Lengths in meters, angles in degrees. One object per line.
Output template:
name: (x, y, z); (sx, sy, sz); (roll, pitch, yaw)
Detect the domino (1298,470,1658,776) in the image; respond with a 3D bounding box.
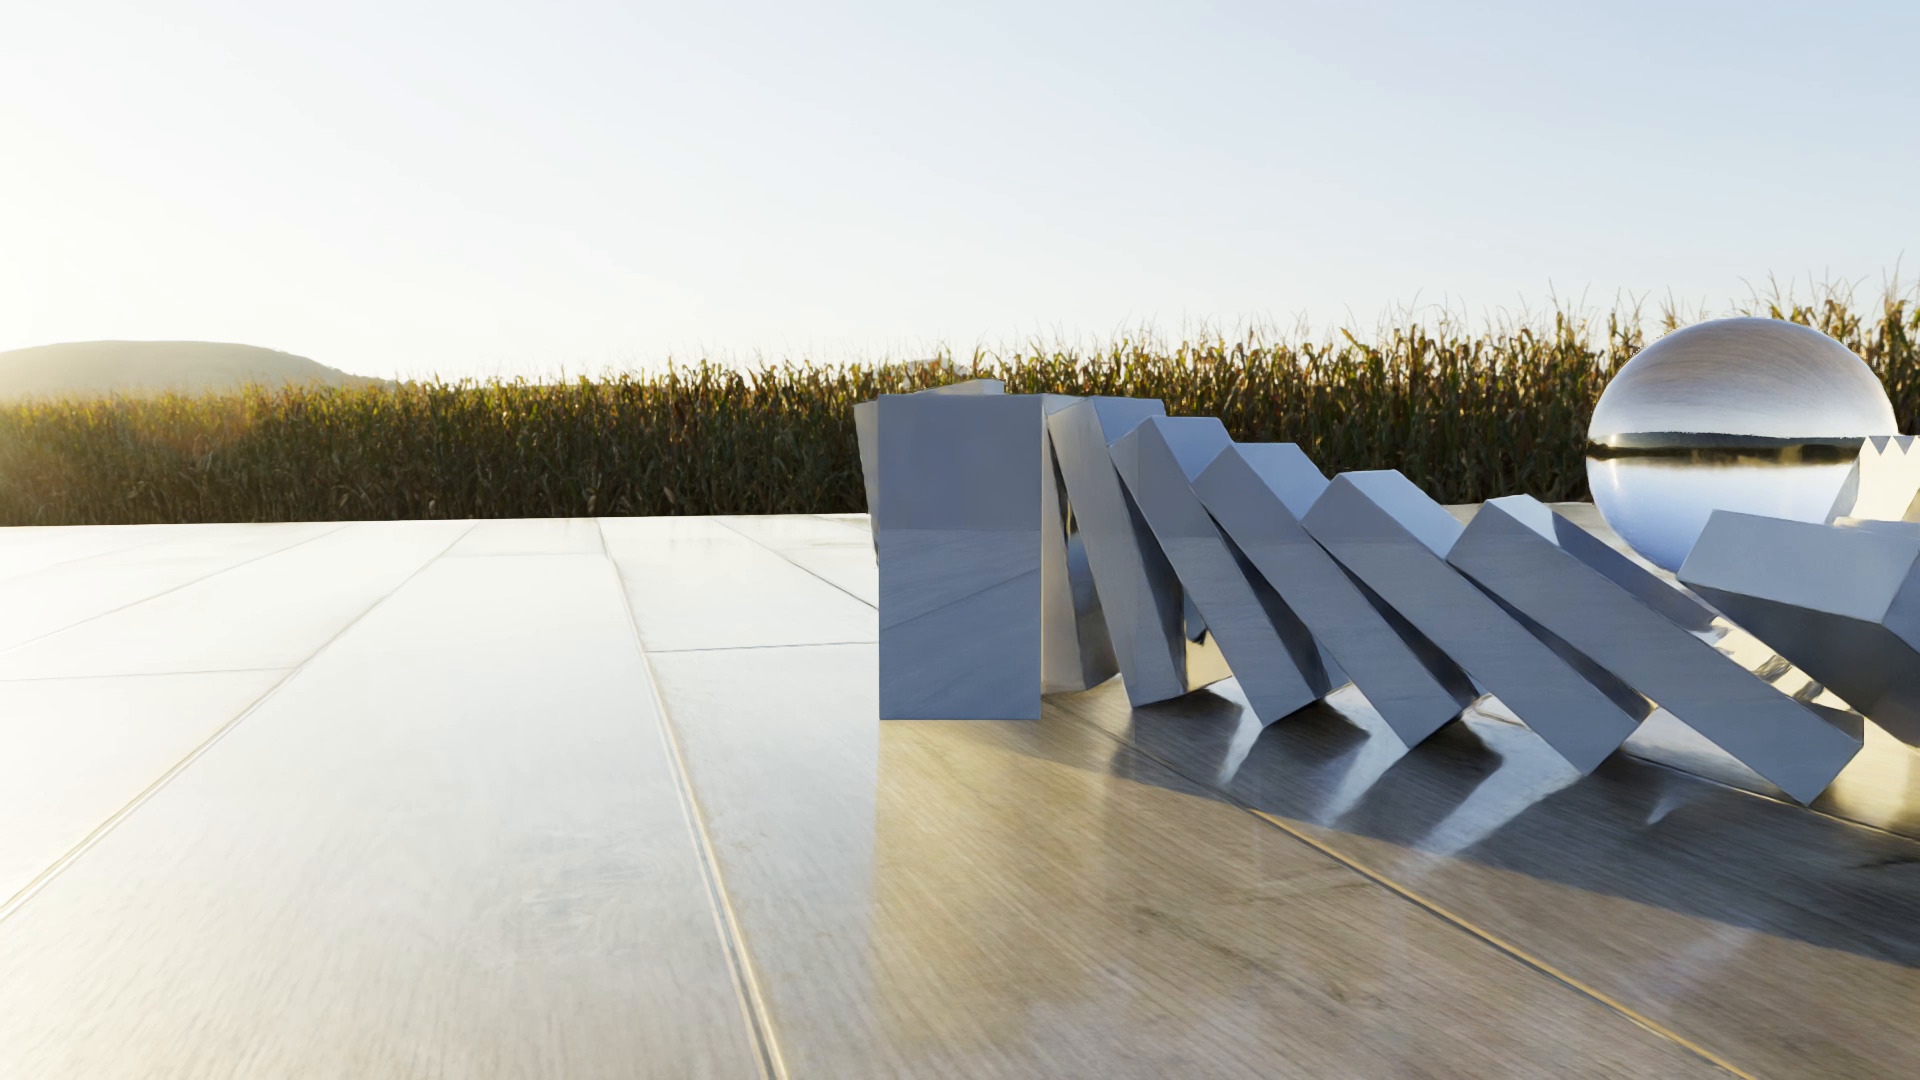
domino: (0.074, 0.010, 0.182); (0.050, 0.009, 0.025); (46, 28, 25)

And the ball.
ball: (0.231, -0.026, 0.382); (0.080, 0.080, 0.080); (0, 4, 0)

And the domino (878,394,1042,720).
domino: (0.000, 0.002, 0.201); (0.025, 0.050, 0.009); (0, 4, 0)

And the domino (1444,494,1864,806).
domino: (0.092, 0.012, 0.170); (0.050, 0.009, 0.025); (40, 25, 26)

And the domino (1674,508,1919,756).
domino: (0.110, 0.014, 0.147); (0.050, 0.009, 0.025); (30, -1, -19)

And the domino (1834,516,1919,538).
domino: (0.131, 0.014, 0.155); (0.050, 0.010, 0.025); (30, -5, -20)

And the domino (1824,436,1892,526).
domino: (0.243, -0.005, 0.336); (0.025, 0.050, 0.009); (1, 44, 8)

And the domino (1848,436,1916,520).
domino: (0.241, -0.004, 0.324); (0.025, 0.050, 0.010); (1, 44, 8)

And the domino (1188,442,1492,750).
domino: (0.059, 0.007, 0.195); (0.025, 0.050, 0.009); (-6, -37, -53)

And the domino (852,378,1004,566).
domino: (-0.002, -0.001, 0.225); (0.025, 0.050, 0.010); (-8, 0, 25)

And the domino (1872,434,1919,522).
domino: (0.238, -0.003, 0.312); (0.025, 0.050, 0.009); (1, 44, 8)

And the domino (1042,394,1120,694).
domino: (0.018, 0.000, 0.226); (0.010, 0.050, 0.025); (-8, 0, 25)

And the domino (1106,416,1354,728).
domino: (0.045, 0.004, 0.207); (0.010, 0.050, 0.025); (-37, -18, 32)

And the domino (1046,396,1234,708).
domino: (0.032, 0.001, 0.217); (0.009, 0.050, 0.025); (-21, -8, 35)
